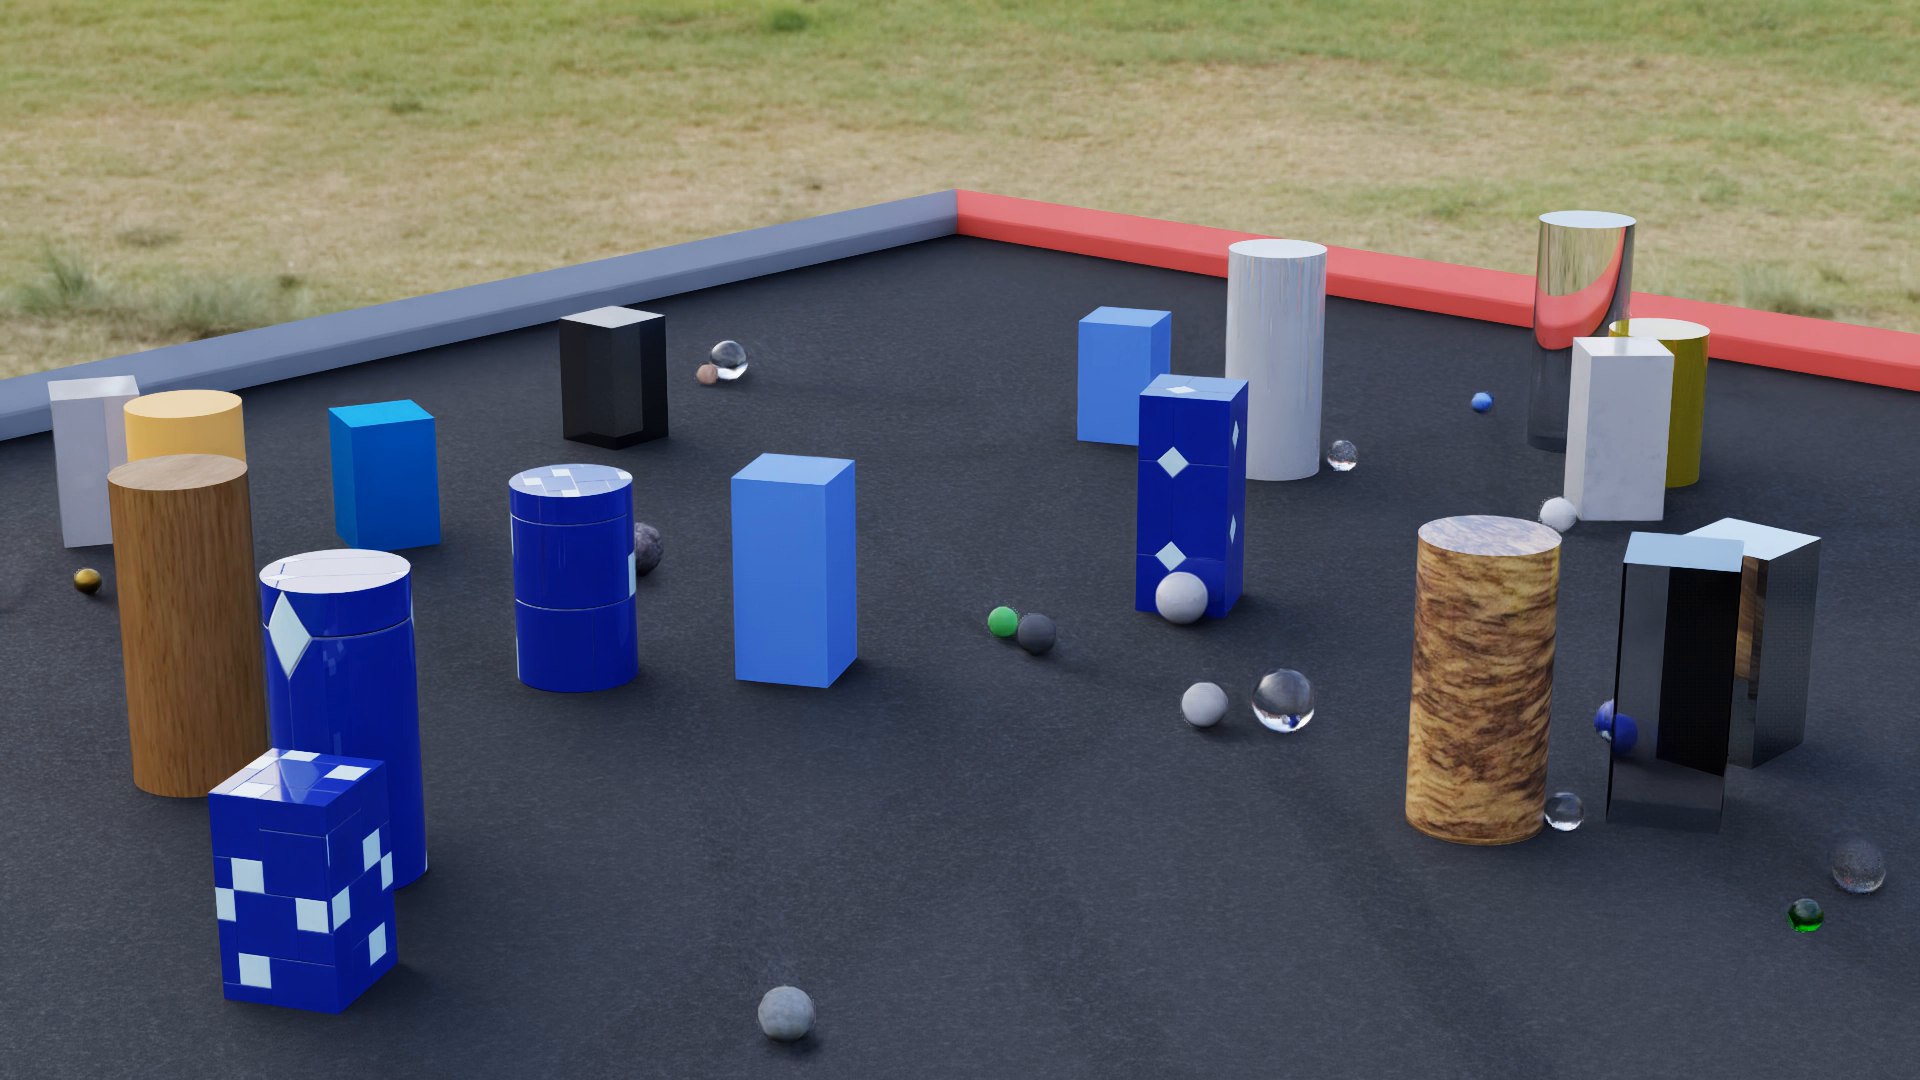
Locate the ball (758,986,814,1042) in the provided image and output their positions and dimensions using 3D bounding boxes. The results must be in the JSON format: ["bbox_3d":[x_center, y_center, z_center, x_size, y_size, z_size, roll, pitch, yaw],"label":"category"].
[{"bbox_3d":[-0.206,0.561,3.472,0.066,0.066,0.066,0,17,0],"label":"ball"}]

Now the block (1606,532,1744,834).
[{"bbox_3d":[1.005,0.199,4.122,0.155,0.384,0.155,5,17,16],"label":"block"}]

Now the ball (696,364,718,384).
[{"bbox_3d":[-0.569,-0.373,6.601,0.048,0.048,0.048,0,17,0],"label":"ball"}]

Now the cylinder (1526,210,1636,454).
[{"bbox_3d":[1.281,-0.429,6.053,0.194,0.472,0.194,0,17,0],"label":"cylinder"}]

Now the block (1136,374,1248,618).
[{"bbox_3d":[0.399,-0.077,5.039,0.155,0.382,0.155,5,17,16],"label":"block"}]

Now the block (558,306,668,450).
[{"bbox_3d":[-0.723,-0.340,6.125,0.155,0.259,0.155,13,21,37],"label":"block"}]

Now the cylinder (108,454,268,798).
[{"bbox_3d":[-1.115,0.122,4.246,0.194,0.459,0.194,0,17,0],"label":"cylinder"}]

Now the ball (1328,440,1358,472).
[{"bbox_3d":[0.771,-0.170,5.902,0.063,0.063,0.063,0,17,0],"label":"ball"}]

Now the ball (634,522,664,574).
[{"bbox_3d":[-0.576,0.015,5.237,0.093,0.093,0.093,0,17,0],"label":"ball"}]

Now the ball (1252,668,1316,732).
[{"bbox_3d":[0.494,0.244,4.470,0.097,0.097,0.097,0,17,0],"label":"ball"}]

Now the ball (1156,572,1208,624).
[{"bbox_3d":[0.375,0.098,4.965,0.090,0.090,0.090,0,17,0],"label":"ball"}]

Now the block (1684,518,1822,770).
[{"bbox_3d":[1.165,0.152,4.382,0.155,0.323,0.155,15,23,41],"label":"block"}]

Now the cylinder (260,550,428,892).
[{"bbox_3d":[-0.819,0.244,3.904,0.194,0.425,0.194,0,17,0],"label":"cylinder"}]

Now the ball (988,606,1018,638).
[{"bbox_3d":[0.072,0.137,4.904,0.051,0.051,0.051,0,17,0],"label":"ball"}]

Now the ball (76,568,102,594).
[{"bbox_3d":[-1.524,0.073,5.128,0.045,0.045,0.045,0,17,0],"label":"ball"}]

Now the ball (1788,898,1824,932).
[{"bbox_3d":[1.088,0.483,3.772,0.043,0.043,0.043,0,17,0],"label":"ball"}]

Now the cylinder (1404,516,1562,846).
[{"bbox_3d":[0.727,0.194,4.082,0.194,0.418,0.194,0,17,0],"label":"cylinder"}]

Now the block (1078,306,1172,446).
[{"bbox_3d":[0.345,-0.344,6.149,0.155,0.254,0.155,6,18,19],"label":"block"}]

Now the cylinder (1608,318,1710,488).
[{"bbox_3d":[1.382,-0.274,5.836,0.194,0.300,0.194,0,17,0],"label":"cylinder"}]

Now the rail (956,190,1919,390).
[{"bbox_3d":[1.635,-0.512,6.923,4.401,0.126,0.045,14,22,39],"label":"rail"}]

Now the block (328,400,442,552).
[{"bbox_3d":[-1.064,-0.118,5.423,0.155,0.240,0.155,-8,19,-25],"label":"block"}]

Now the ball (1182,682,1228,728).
[{"bbox_3d":[0.375,0.252,4.490,0.070,0.070,0.070,0,17,0],"label":"ball"}]

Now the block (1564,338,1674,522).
[{"bbox_3d":[1.255,-0.213,5.595,0.155,0.321,0.155,0,17,-1],"label":"block"}]

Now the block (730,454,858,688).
[{"bbox_3d":[-0.264,0.047,4.709,0.155,0.335,0.155,5,17,15],"label":"block"}]

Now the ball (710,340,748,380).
[{"bbox_3d":[-0.524,-0.407,6.644,0.088,0.088,0.088,0,17,0],"label":"ball"}]

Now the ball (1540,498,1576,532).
[{"bbox_3d":[1.120,-0.047,5.489,0.066,0.066,0.066,0,17,0],"label":"ball"}]

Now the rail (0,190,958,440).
[{"bbox_3d":[-1.644,-0.381,6.487,0.045,0.126,5.034,14,22,39],"label":"rail"}]

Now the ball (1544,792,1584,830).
[{"bbox_3d":[0.845,0.379,4.096,0.055,0.055,0.055,0,17,0],"label":"ball"}]

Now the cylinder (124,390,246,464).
[{"bbox_3d":[-1.316,-0.058,5.017,0.194,0.360,0.194,0,17,0],"label":"cylinder"}]

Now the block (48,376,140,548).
[{"bbox_3d":[-1.600,-0.148,5.453,0.155,0.279,0.155,-6,18,-18],"label":"block"}]

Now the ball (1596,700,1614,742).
[{"bbox_3d":[0.995,0.273,4.429,0.066,0.066,0.066,0,17,0],"label":"ball"}]

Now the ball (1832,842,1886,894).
[{"bbox_3d":[1.193,0.434,3.888,0.069,0.069,0.069,0,17,0],"label":"ball"}]

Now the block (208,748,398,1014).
[{"bbox_3d":[-0.804,0.417,3.598,0.155,0.270,0.155,5,17,16],"label":"block"}]

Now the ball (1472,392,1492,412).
[{"bbox_3d":[1.133,-0.300,6.366,0.042,0.042,0.042,0,17,0],"label":"ball"}]

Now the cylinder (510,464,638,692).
[{"bbox_3d":[-0.616,0.060,4.690,0.194,0.323,0.194,0,17,0],"label":"cylinder"}]

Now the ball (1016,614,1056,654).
[{"bbox_3d":[0.127,0.155,4.820,0.066,0.066,0.066,0,17,0],"label":"ball"}]

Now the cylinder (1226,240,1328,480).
[{"bbox_3d":[0.629,-0.362,5.866,0.194,0.450,0.194,0,17,0],"label":"cylinder"}]
